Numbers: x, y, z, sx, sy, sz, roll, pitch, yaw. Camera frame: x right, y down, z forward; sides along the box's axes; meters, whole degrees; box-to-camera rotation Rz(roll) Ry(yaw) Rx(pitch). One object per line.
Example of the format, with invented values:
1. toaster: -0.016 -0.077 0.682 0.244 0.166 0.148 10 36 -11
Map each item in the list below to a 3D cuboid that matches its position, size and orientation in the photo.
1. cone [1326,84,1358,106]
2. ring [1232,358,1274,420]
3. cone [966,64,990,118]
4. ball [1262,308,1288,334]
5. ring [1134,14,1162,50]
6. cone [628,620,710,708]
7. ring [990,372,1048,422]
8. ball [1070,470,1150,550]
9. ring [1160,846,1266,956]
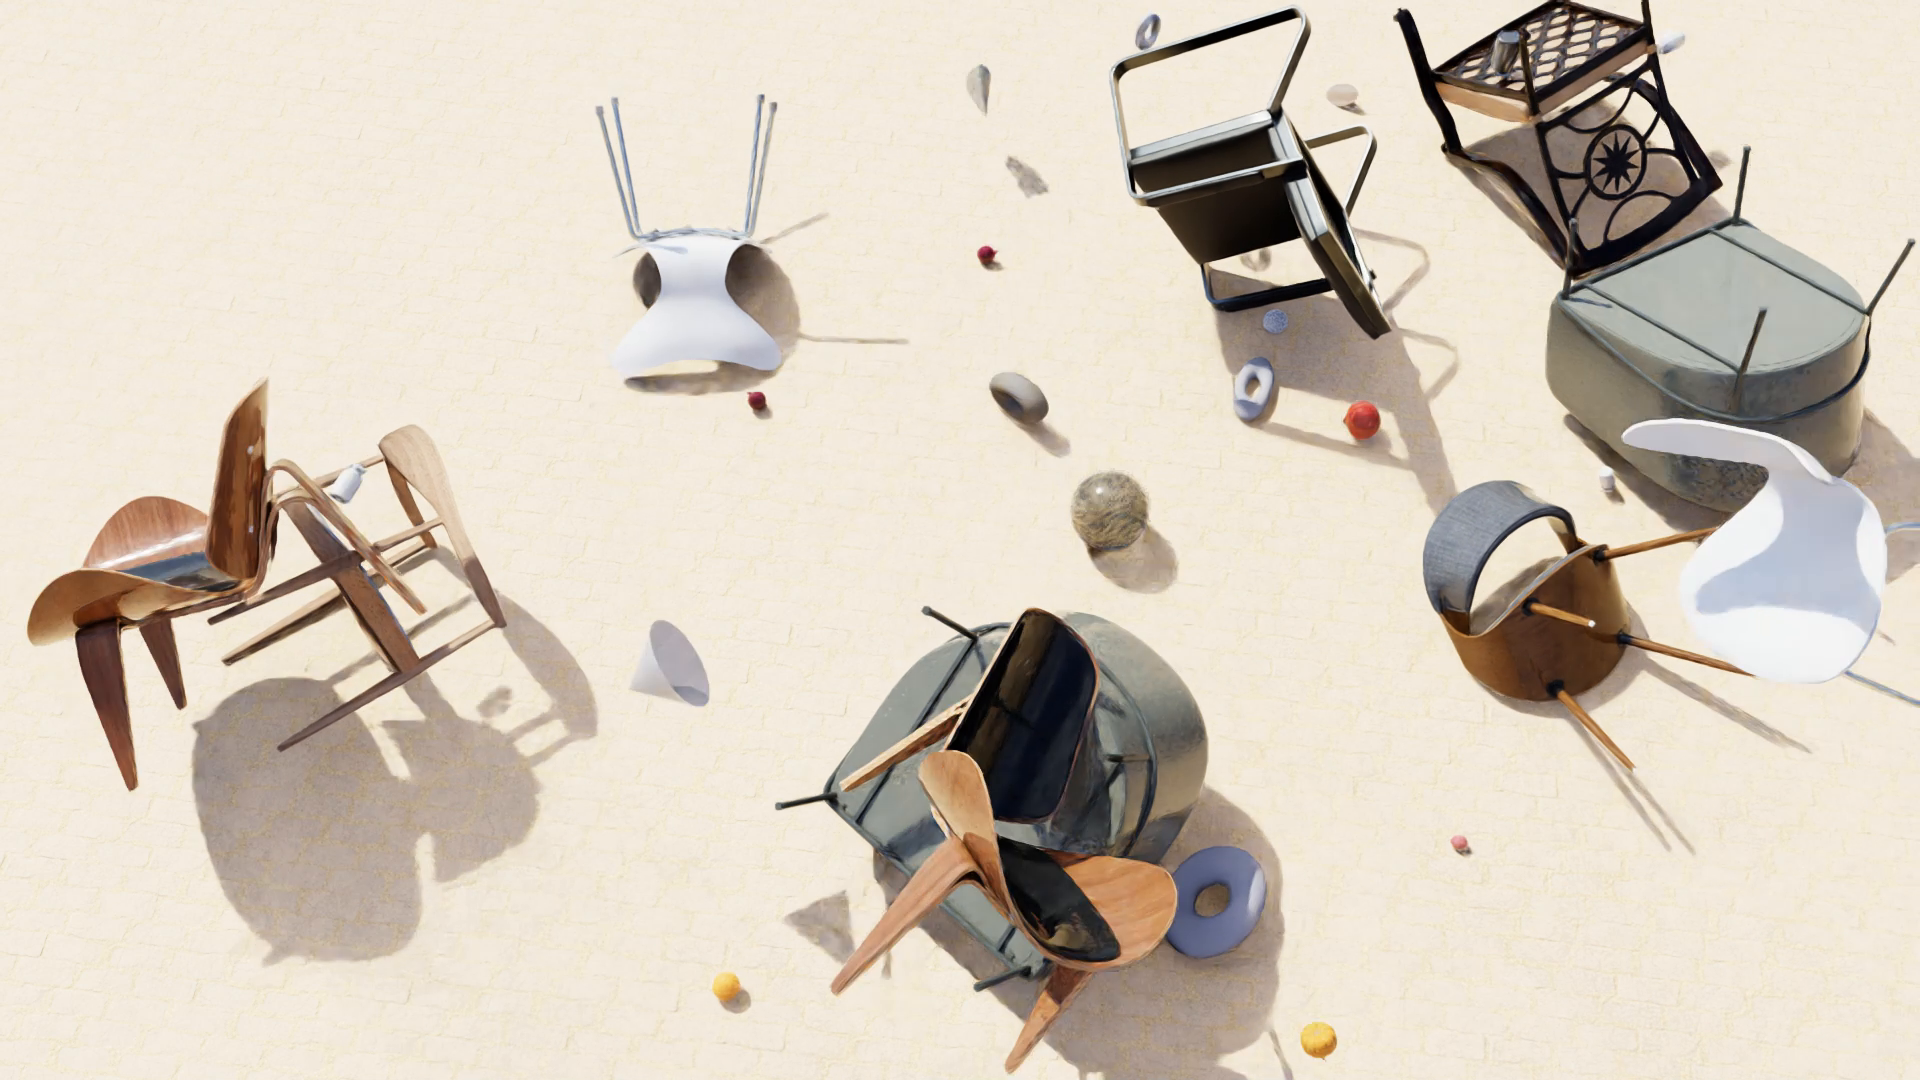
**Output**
1. cone: 1.328 -1.530 7.581 0.122 0.047 0.077 11 94 35
2. ring: 0.916 -0.473 6.864 0.119 0.045 0.257 13 57 10
3. cone: 0.073 -1.452 7.255 0.084 0.198 0.144 -9 71 -6
4. ball: 1.003 -0.695 6.992 0.080 0.080 0.080 0 56 0
5. ring: 0.591 -1.599 6.920 0.028 0.149 0.120 34 90 22
6. cone: -0.779 0.347 5.594 0.170 0.252 0.208 -27 15 21
7. ring: 0.181 -0.440 6.771 0.077 0.155 0.235 -39 45 -21
8. ball: 0.441 -0.086 6.489 0.236 0.236 0.236 0 56 0
9. ring: 0.673 0.960 5.854 0.272 0.085 0.352 15 53 27
